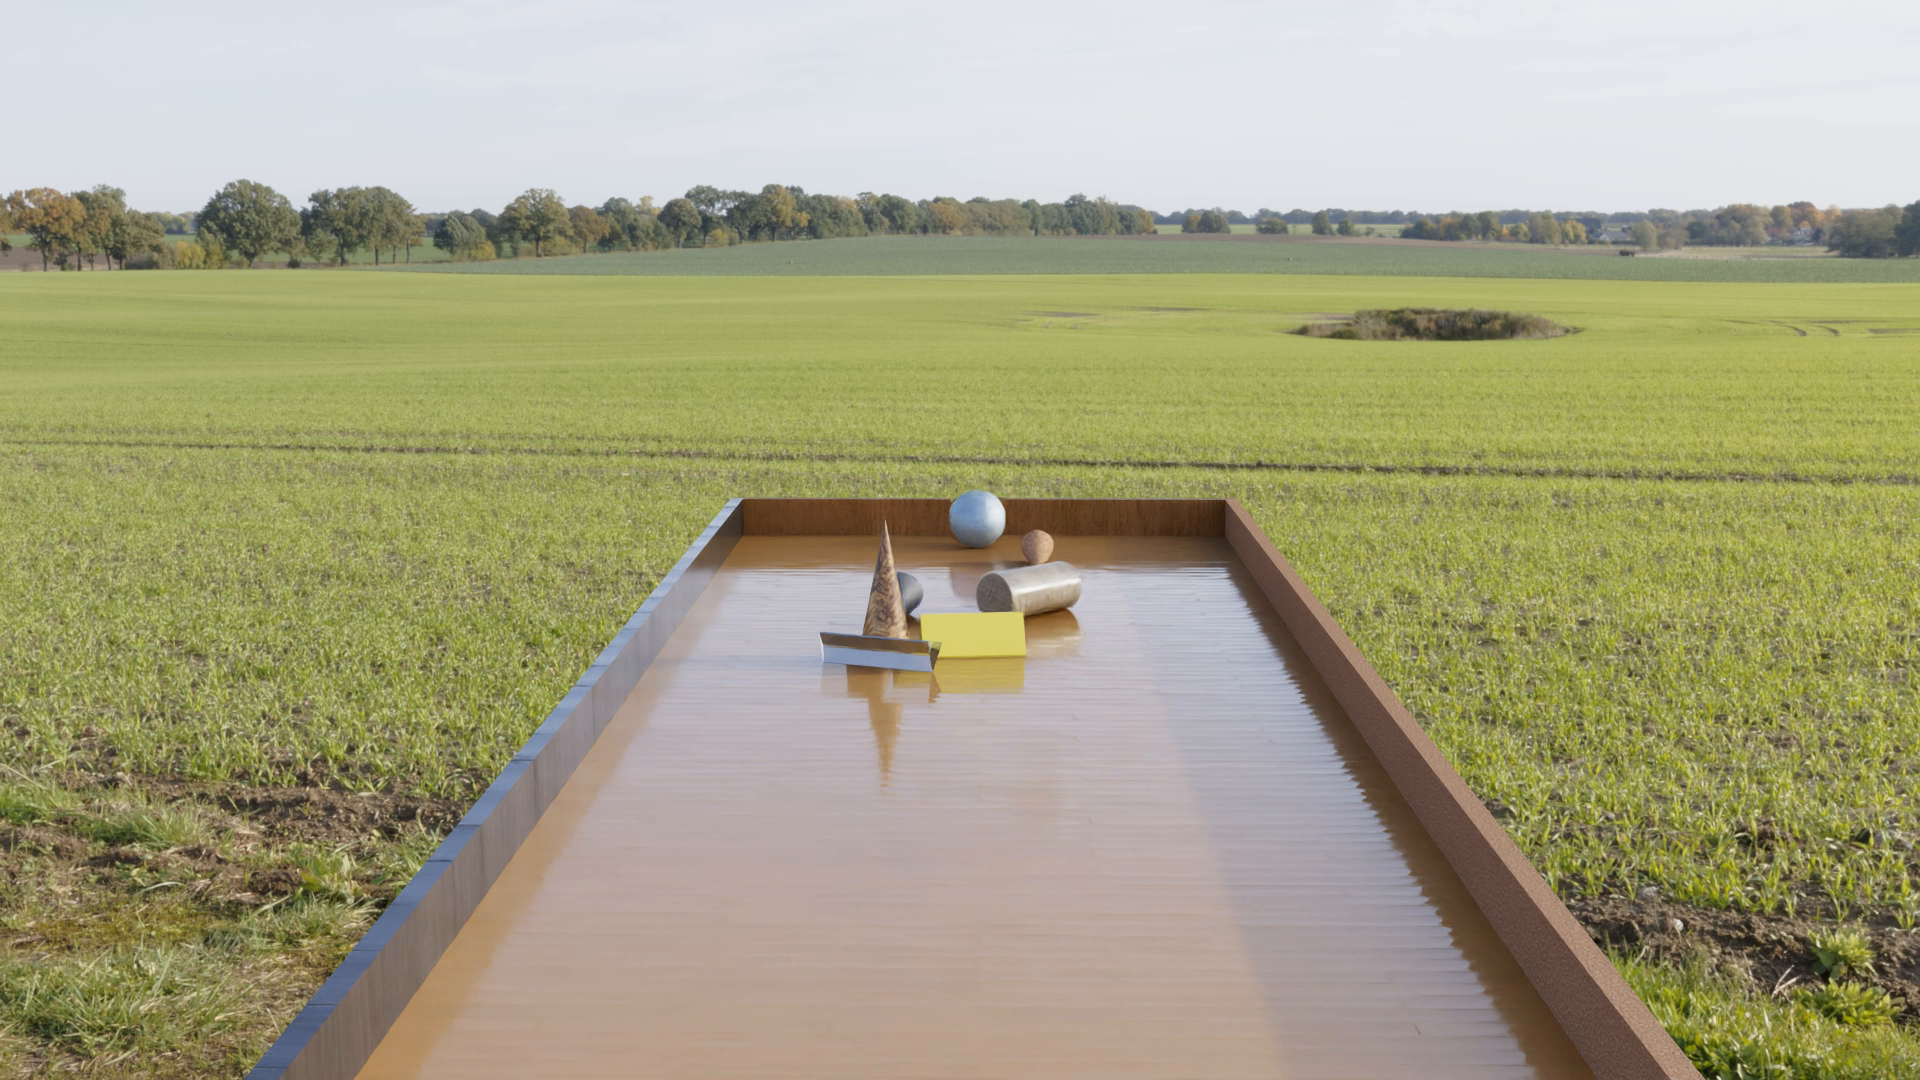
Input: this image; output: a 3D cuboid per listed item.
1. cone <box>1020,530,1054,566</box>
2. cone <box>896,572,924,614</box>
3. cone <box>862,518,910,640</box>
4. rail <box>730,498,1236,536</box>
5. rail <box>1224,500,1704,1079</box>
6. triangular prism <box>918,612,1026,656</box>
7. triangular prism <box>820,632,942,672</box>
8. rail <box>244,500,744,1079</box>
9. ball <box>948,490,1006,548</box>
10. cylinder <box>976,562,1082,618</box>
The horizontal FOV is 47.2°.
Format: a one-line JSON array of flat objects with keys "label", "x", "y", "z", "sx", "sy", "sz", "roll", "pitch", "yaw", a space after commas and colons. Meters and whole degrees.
[{"label": "cone", "x": 0.295, "y": 0.075, "z": 8.340, "sx": 0.126, "sy": 0.126, "sz": 0.305, "roll": 0, "pitch": 21, "yaw": 1}, {"label": "cone", "x": -0.225, "y": 0.236, "z": 7.286, "sx": 0.151, "sy": 0.151, "sz": 0.307, "roll": 2, "pitch": 23, "yaw": 10}, {"label": "cone", "x": -0.228, "y": 0.146, "z": 6.715, "sx": 0.172, "sy": 0.430, "sz": 0.172, "roll": 0, "pitch": 9, "yaw": 0}, {"label": "rail", "x": 0.099, "y": -0.098, "z": 9.147, "sx": 2.100, "sy": 0.150, "sz": 0.050, "roll": 0, "pitch": 9, "yaw": 1}, {"label": "rail", "x": 1.046, "y": 0.843, "z": 3.208, "sx": 0.050, "sy": 0.150, "sz": 12.000, "roll": 0, "pitch": 9, "yaw": 1}, {"label": "triangular prism", "x": 0.038, "y": 0.285, "z": 6.796, "sx": 0.317, "sy": 0.123, "sz": 0.142, "roll": 2, "pitch": 4, "yaw": -8}, {"label": "triangular prism", "x": -0.247, "y": 0.314, "z": 6.596, "sx": 0.361, "sy": 0.102, "sz": 0.088, "roll": 4, "pitch": -33, "yaw": 23}, {"label": "rail", "x": -1.004, "y": 0.839, "z": 3.234, "sx": 0.050, "sy": 0.150, "sz": 12.000, "roll": 0, "pitch": 9, "yaw": 1}, {"label": "ball", "x": 0.068, "y": -0.085, "z": 8.806, "sx": 0.232, "sy": 0.232, "sz": 0.232, "roll": 0, "pitch": 9, "yaw": 0}, {"label": "cylinder", "x": 0.233, "y": 0.173, "z": 7.399, "sx": 0.163, "sy": 0.163, "sz": 0.350, "roll": 8, "pitch": 12, "yaw": 43}]
